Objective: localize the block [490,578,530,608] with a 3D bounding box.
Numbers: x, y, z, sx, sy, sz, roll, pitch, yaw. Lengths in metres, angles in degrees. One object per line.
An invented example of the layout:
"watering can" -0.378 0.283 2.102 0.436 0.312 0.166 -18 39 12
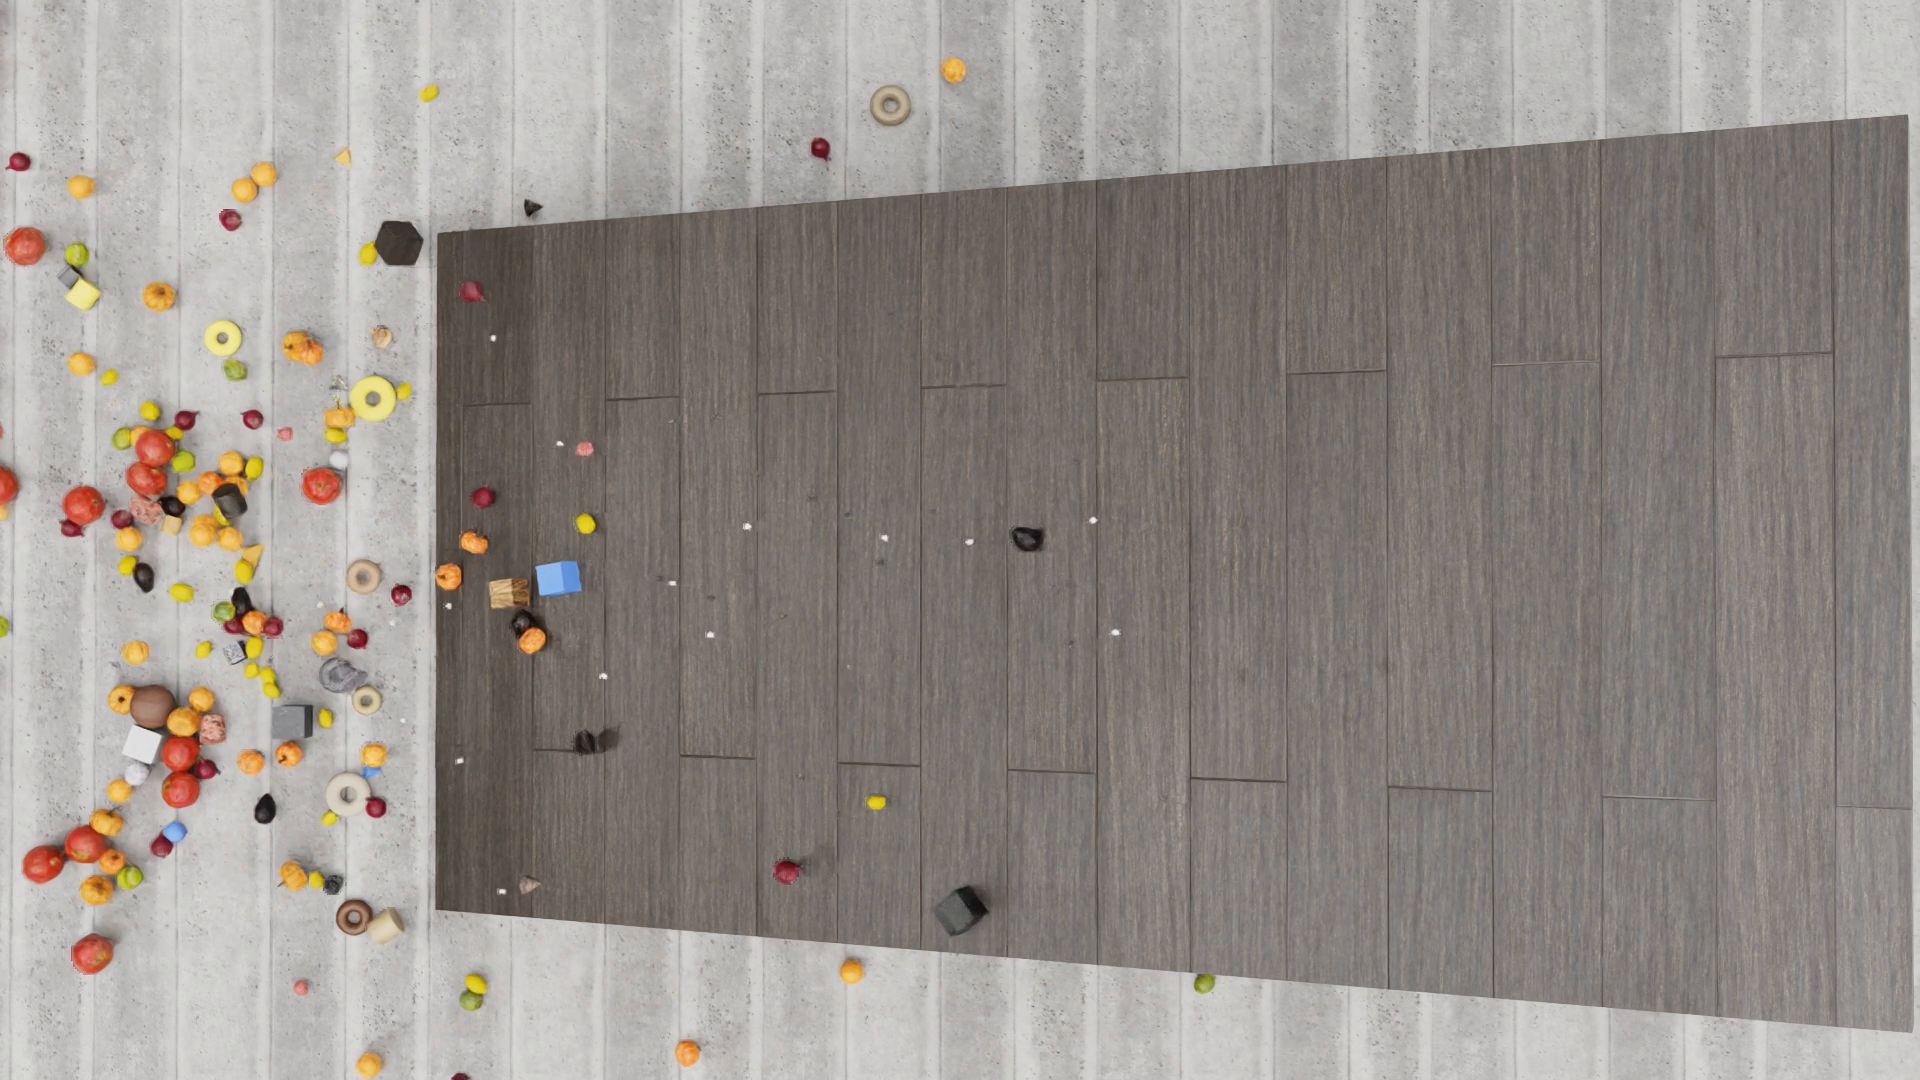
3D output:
"block" -1.297 0.154 6.334 0.078 0.078 0.078 -9 86 25

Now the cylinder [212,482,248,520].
"cylinder" -2.153 -0.116 6.486 0.077 0.077 0.077 -18 123 0

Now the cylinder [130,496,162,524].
"cylinder" -2.400 -0.089 6.484 0.066 0.066 0.066 26 89 28

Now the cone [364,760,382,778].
"cone" -1.748 0.688 6.568 0.054 0.054 0.054 12 89 -27

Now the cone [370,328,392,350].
"cone" -1.738 -0.614 6.547 0.070 0.070 0.070 -7 68 18

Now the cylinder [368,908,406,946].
"cylinder" -1.705 1.151 6.535 0.080 0.080 0.080 -32 89 0

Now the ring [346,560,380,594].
"ring" -1.782 0.111 6.569 0.106 0.035 0.106 0 89 1

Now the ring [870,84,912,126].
"ring" -0.208 -1.301 6.582 0.123 0.041 0.123 0 88 0

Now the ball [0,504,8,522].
"ball" -2.867 -0.081 6.563 0.051 0.051 0.051 0 89 0

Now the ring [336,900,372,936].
"ring" -1.806 1.126 6.557 0.109 0.036 0.109 0 90 1

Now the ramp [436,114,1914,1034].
"ramp" 0.282 0.081 5.687 4.000 0.100 2.000 0 89 25

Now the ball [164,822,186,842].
"ball" -2.336 0.869 6.547 0.062 0.062 0.062 0 89 0

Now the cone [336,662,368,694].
"cone" -1.824 0.392 6.528 0.092 0.092 0.092 -43 77 0

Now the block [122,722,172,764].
"block" -2.415 0.604 6.535 0.092 0.092 0.092 21 89 0

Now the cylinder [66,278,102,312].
"cylinder" -2.613 -0.732 6.560 0.073 0.073 0.073 36 89 0

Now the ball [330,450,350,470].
"ball" -1.851 -0.238 6.561 0.059 0.059 0.059 0 89 0

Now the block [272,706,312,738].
"block" -1.983 0.541 6.535 0.093 0.093 0.093 0 89 0

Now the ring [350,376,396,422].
"ring" -1.754 -0.421 6.570 0.138 0.046 0.138 0 90 -1

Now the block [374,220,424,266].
"block" -1.663 -0.879 6.518 0.093 0.093 0.093 51 127 30

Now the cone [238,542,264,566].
"cone" -2.103 0.030 6.571 0.072 0.072 0.072 42 63 0

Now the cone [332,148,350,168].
"cone" -1.840 -1.134 6.588 0.056 0.056 0.056 -28 124 0

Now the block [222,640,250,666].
"block" -2.158 0.337 6.557 0.054 0.054 0.054 -27 89 0

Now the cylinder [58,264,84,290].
"cylinder" -2.656 -0.784 6.570 0.053 0.053 0.053 -45 90 0

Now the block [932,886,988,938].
"block" 0.000 0.963 5.706 0.087 0.087 0.087 -43 73 19

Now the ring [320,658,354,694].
"ring" -1.859 0.404 6.565 0.108 0.036 0.108 0 90 -1

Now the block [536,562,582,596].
"block" -1.142 0.110 6.257 0.084 0.084 0.084 -11 85 25

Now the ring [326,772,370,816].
"ring" -1.825 0.758 6.557 0.136 0.045 0.136 0 90 -1

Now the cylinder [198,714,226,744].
"cylinder" -2.224 0.563 6.537 0.072 0.072 0.072 -9 74 0

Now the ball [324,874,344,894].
"ball" -1.865 1.024 6.549 0.054 0.054 0.054 0 89 0

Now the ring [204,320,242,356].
"ring" -2.205 -0.604 6.577 0.110 0.037 0.110 0 90 0

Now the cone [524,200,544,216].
"cone" -1.272 -0.997 6.587 0.053 0.053 0.053 -8 89 -27

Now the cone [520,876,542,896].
"cone" -1.230 0.990 6.321 0.058 0.058 0.058 -5 89 2

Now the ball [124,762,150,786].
"ball" -2.449 0.697 6.544 0.072 0.072 0.072 0 89 0

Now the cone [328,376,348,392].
"cone" -1.852 -0.459 6.581 0.051 0.051 0.051 32 89 -26

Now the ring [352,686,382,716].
"ring" -1.772 0.479 6.567 0.090 0.030 0.090 0 90 -1
